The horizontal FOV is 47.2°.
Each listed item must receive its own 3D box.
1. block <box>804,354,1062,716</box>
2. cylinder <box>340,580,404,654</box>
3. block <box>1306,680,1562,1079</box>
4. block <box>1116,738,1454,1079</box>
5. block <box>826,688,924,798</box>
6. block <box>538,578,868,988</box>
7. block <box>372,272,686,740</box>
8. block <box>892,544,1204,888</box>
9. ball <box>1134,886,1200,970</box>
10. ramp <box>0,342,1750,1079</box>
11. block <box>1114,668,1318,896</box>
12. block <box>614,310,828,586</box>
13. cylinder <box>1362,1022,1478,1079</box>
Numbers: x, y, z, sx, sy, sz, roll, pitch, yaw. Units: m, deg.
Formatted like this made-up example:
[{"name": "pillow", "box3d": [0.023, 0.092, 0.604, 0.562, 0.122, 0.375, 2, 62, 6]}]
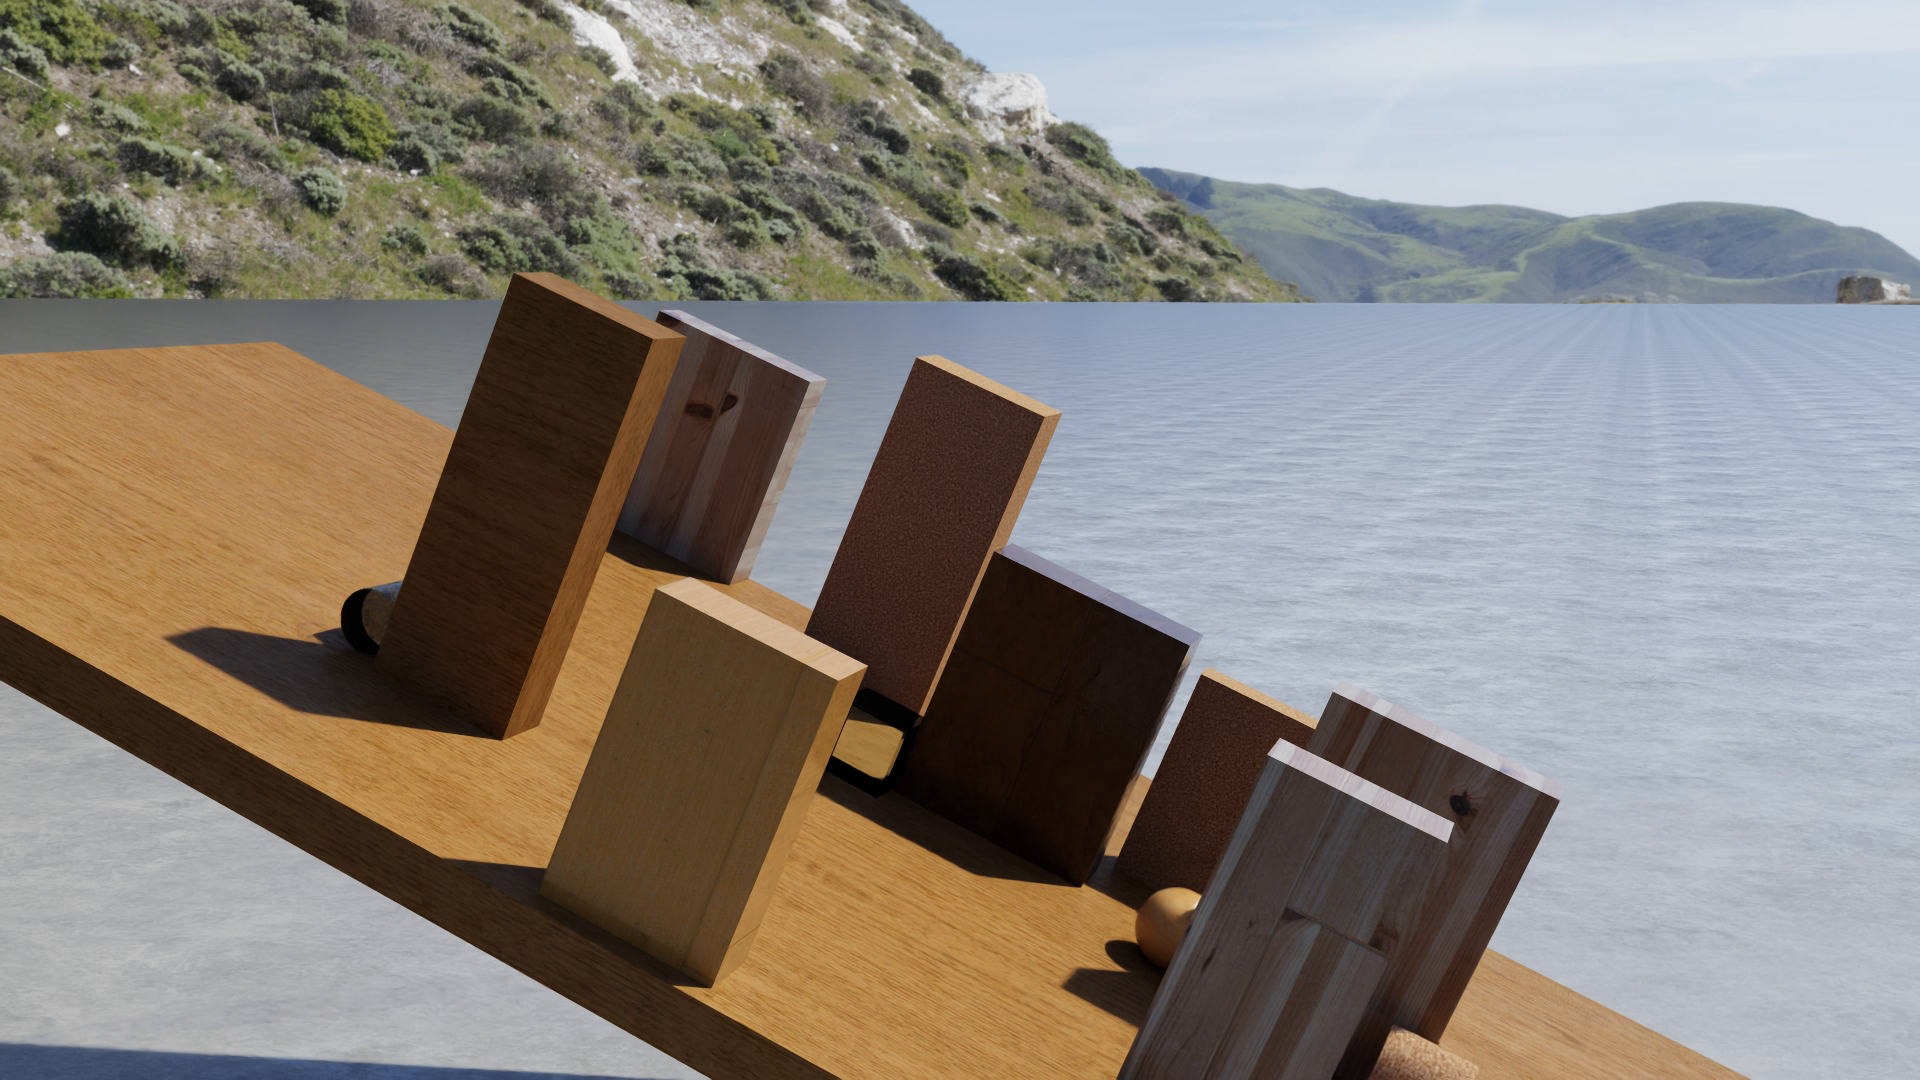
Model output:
[{"name": "block", "box3d": [-0.073, -0.002, 4.740, 0.305, 0.726, 0.147, 26, 13, 13]}, {"name": "cylinder", "box3d": [-1.025, 0.138, 3.938, 0.117, 0.117, 0.117, 2, 7, 18]}, {"name": "block", "box3d": [0.721, 0.617, 3.843, 0.415, 0.616, 0.115, 26, 13, 13]}, {"name": "block", "box3d": [0.469, 0.645, 3.288, 0.282, 0.625, 0.119, 26, 13, 13]}, {"name": "block", "box3d": [-0.172, 0.394, 4.291, 0.143, 0.143, 0.143, 27, 14, 16]}, {"name": "block", "box3d": [-0.384, 0.357, 3.262, 0.306, 0.511, 0.124, 26, 13, 13]}, {"name": "block", "box3d": [-0.745, -0.058, 3.782, 0.275, 0.750, 0.133, 26, 13, 13]}, {"name": "block", "box3d": [0.167, 0.335, 4.249, 0.413, 0.522, 0.131, 26, 13, 13]}, {"name": "ball", "box3d": [0.392, 0.704, 3.980, 0.151, 0.151, 0.151, 0, 7, 0]}, {"name": "ramp", "box3d": [-0.290, 0.506, 4.185, 4.000, 0.100, 2.000, 26, 13, 13]}, {"name": "block", "box3d": [0.581, 0.540, 4.321, 0.415, 0.435, 0.080, 26, 13, 13]}, {"name": "block", "box3d": [-0.602, -0.220, 5.180, 0.406, 0.520, 0.113, 26, 13, 13]}, {"name": "cylinder", "box3d": [0.770, 0.925, 3.720, 0.157, 0.157, 0.157, 26, 13, 12]}]
